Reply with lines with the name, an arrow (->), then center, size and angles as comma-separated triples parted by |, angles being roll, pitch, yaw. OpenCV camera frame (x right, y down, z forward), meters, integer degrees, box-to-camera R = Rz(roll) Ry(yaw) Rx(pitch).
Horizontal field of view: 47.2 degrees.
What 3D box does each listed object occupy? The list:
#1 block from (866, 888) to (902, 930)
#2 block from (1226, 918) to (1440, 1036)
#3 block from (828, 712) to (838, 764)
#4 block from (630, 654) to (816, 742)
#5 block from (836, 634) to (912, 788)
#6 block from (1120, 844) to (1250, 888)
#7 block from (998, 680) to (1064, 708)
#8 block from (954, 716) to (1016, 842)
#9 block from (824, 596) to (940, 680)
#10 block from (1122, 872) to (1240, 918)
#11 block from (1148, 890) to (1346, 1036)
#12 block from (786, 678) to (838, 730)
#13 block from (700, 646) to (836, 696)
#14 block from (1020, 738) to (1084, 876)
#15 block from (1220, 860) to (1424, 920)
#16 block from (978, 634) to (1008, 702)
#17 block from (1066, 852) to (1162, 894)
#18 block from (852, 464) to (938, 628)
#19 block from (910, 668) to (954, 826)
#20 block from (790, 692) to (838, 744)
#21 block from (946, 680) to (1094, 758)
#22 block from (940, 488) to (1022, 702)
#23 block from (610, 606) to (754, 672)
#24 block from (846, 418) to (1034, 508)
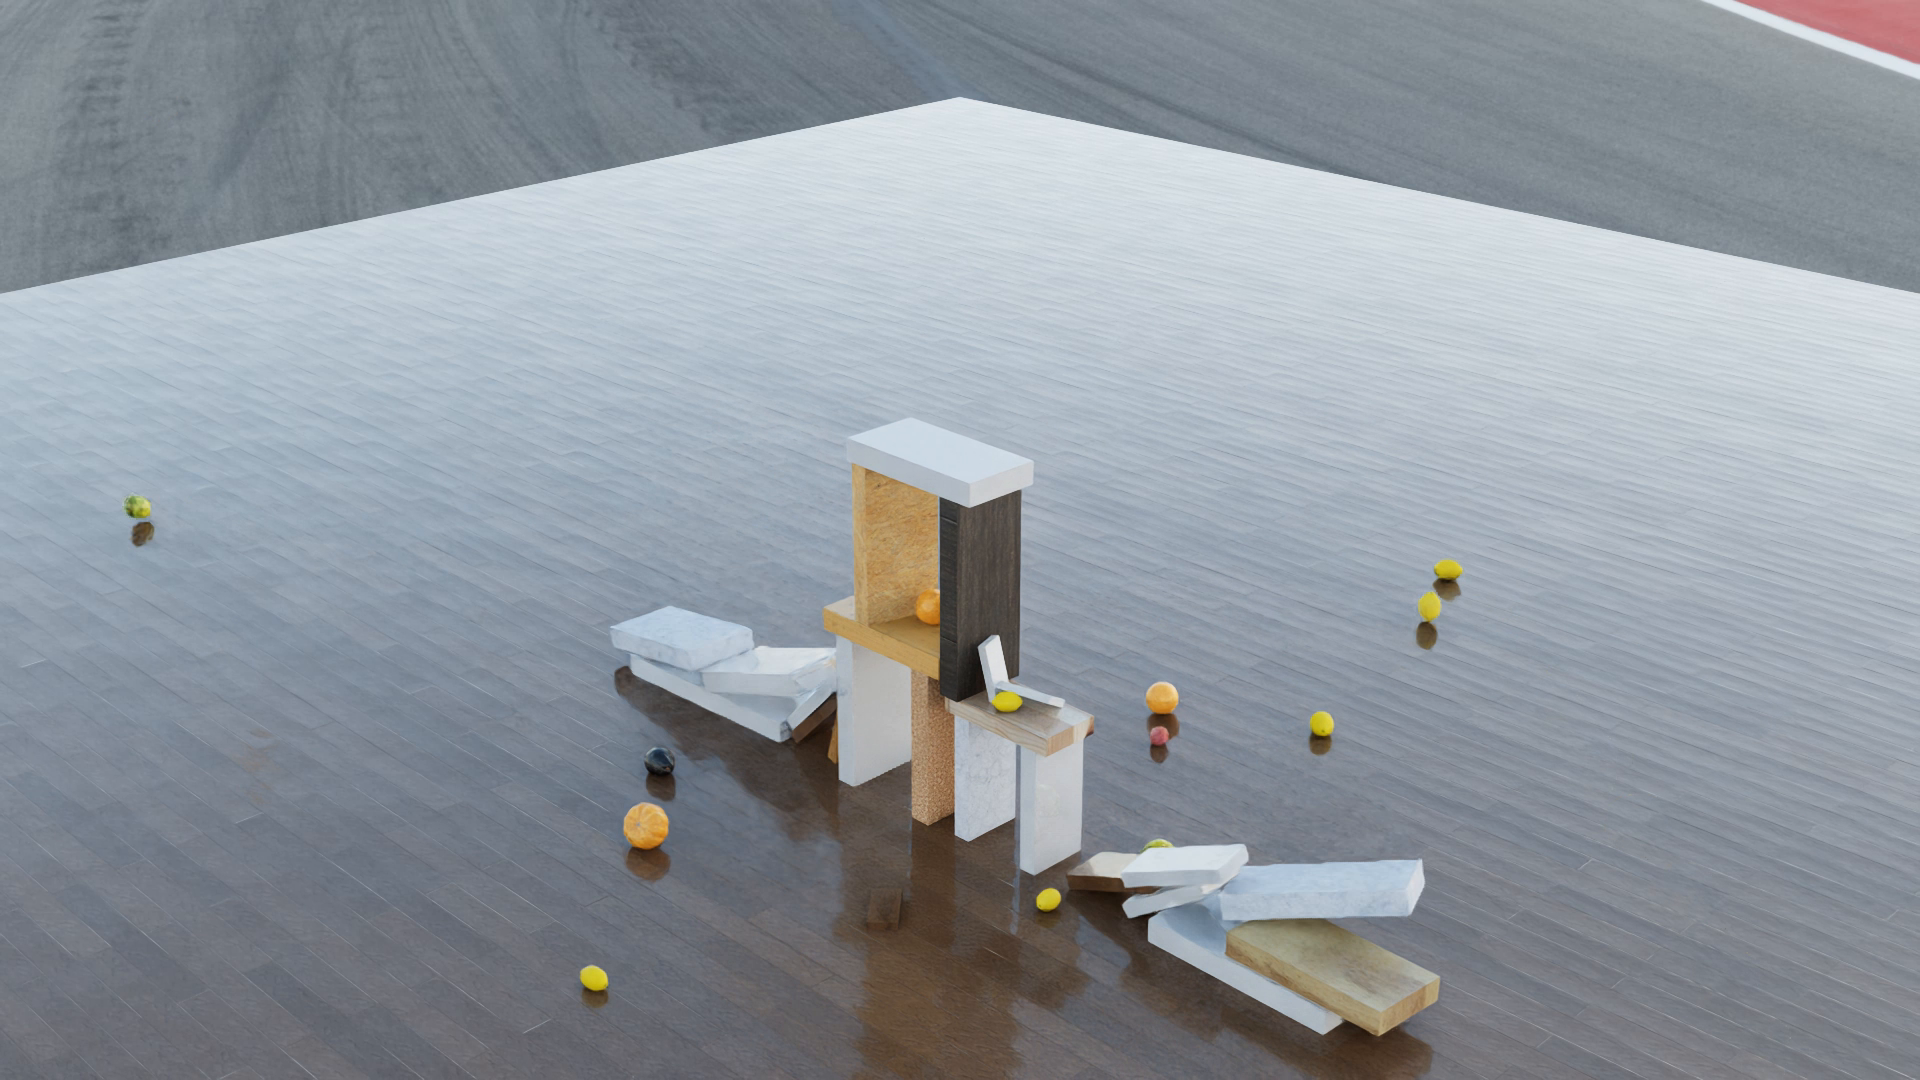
block -> -0.141, 0.690, 4.112 | 0.058, 0.017, 0.117 | 1, 23, 2
block -> 0.645, 0.740, 3.823 | 0.167, 0.047, 0.334 | -17, 28, -40
block -> -0.218, 0.373, 4.630 | 0.098, 0.196, 0.028 | -22, 47, -41
block -> -0.513, 0.326, 4.932 | 0.495, 0.048, 0.168 | 20, 30, 38
block -> -0.176, 0.328, 4.558 | 0.048, 0.336, 0.168 | 21, 31, 40
block -> 0.409, 0.594, 4.004 | 0.210, 0.030, 0.105 | -9, 13, 37
block -> 0.137, 0.296, 4.224 | 0.117, 0.017, 0.059 | 15, -3, 32
block -> 0.051, 0.450, 4.357 | 0.038, 0.268, 0.134 | 21, 31, 41
block -> -0.100, 0.181, 4.413 | 0.168, 0.048, 0.336 | -21, 31, -41
block -> 0.405, 0.644, 4.056 | 0.105, 0.030, 0.210 | -26, 0, -43
block -> 0.543, 0.747, 3.940 | 0.167, 0.047, 0.401 | -21, 30, -40
block -> -0.284, 0.338, 4.683 | 0.098, 0.196, 0.028 | -22, 76, -40
block -> -0.395, 0.284, 4.774 | 0.168, 0.048, 0.336 | -22, 13, -39
block -> 0.177, 0.499, 4.241 | 0.038, 0.268, 0.134 | 21, 31, 41
block -> 0.648, 0.626, 3.935 | 0.334, 0.047, 0.167 | -6, 8, 21
block -> 0.066, 0.248, 4.240 | 0.017, 0.117, 0.059 | -2, 19, 30
block -> 0.313, 0.627, 4.149 | 0.210, 0.030, 0.105 | -6, 14, 46
block -> -0.127, -0.009, 4.367 | 0.169, 0.338, 0.048 | -15, 27, -32
block -> -0.020, 0.389, 4.415 | 0.048, 0.336, 0.168 | 22, 31, 41
block -> -0.274, 0.367, 4.691 | 0.098, 0.196, 0.028 | -22, 76, -42
block -> 0.113, 0.334, 4.239 | 0.134, 0.038, 0.268 | -21, 31, -41
block -> 0.039, 0.093, 4.227 | 0.169, 0.415, 0.048 | -20, 30, -39
block -> -0.637, 0.222, 5.018 | 0.168, 0.048, 0.336 | -20, 20, -37
block -> -0.040, -0.152, 4.209 | 0.169, 0.048, 0.338 | -21, 31, -40
